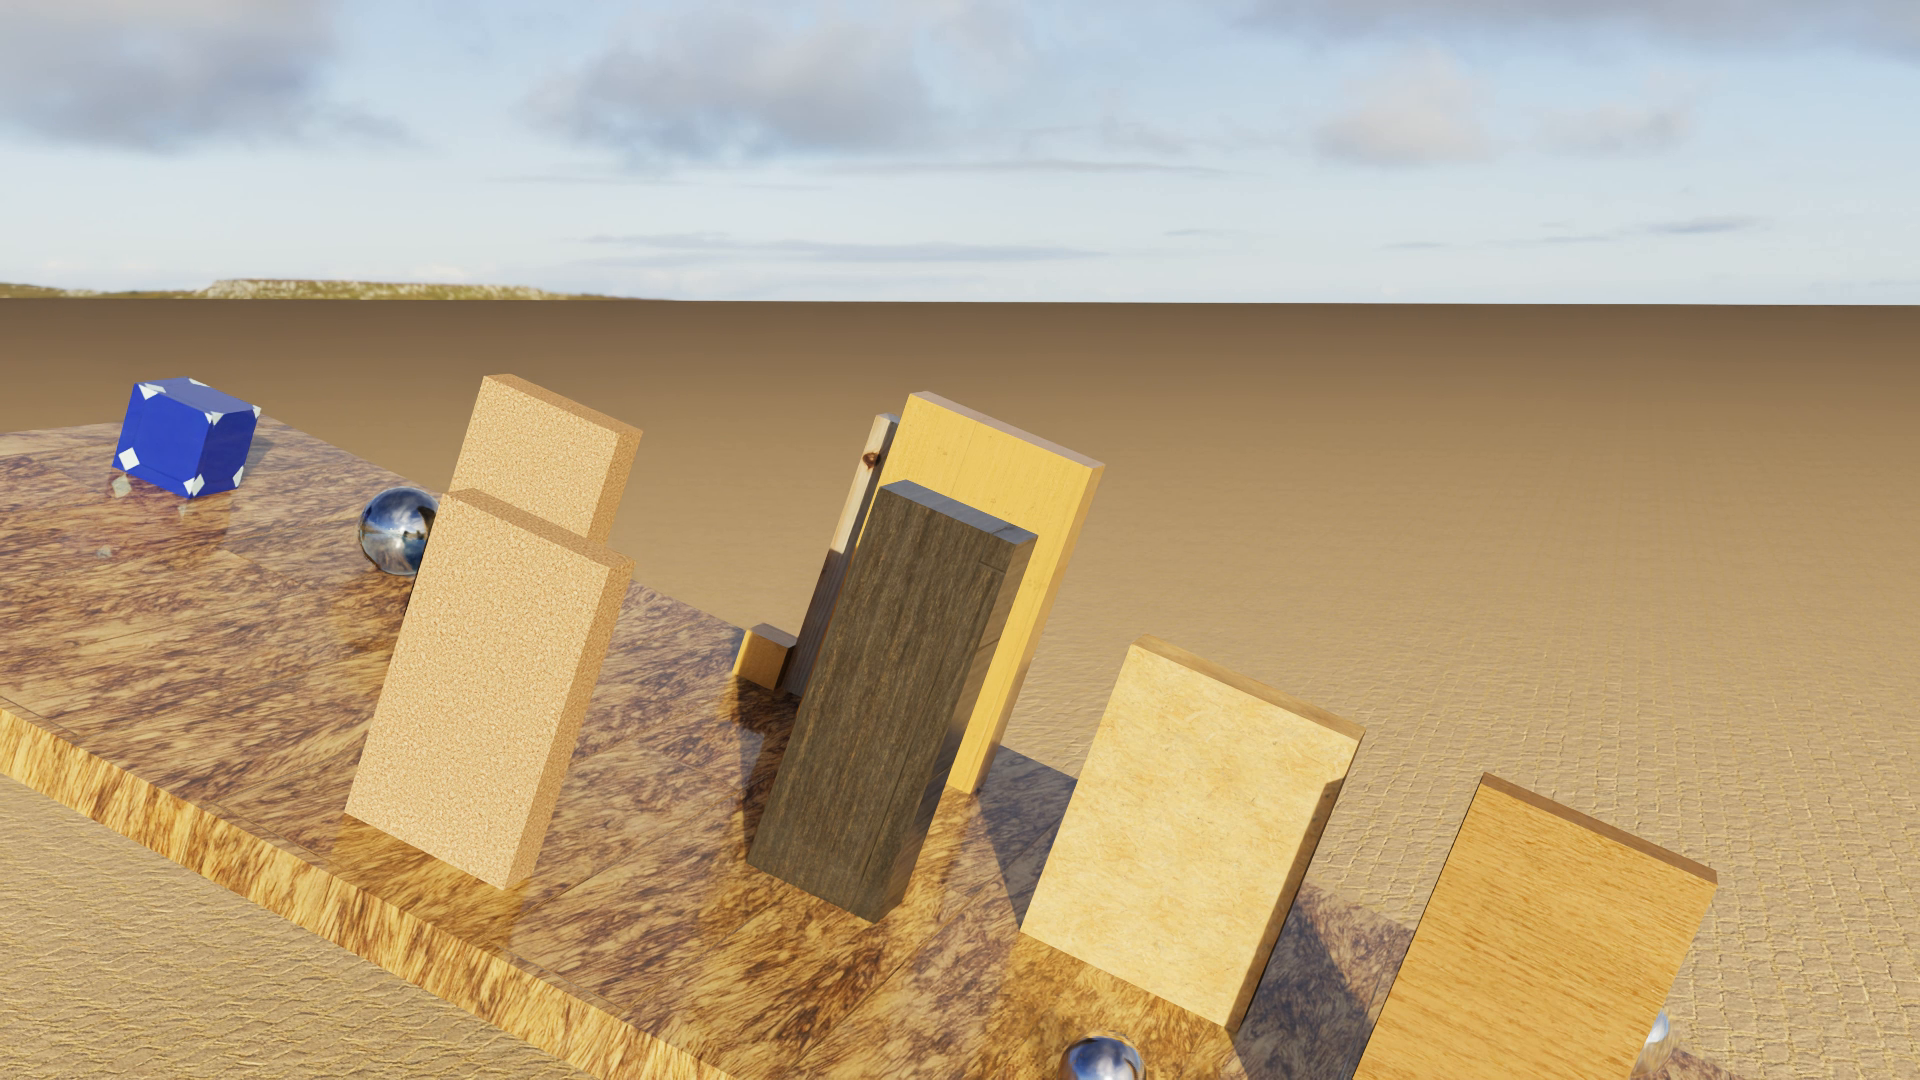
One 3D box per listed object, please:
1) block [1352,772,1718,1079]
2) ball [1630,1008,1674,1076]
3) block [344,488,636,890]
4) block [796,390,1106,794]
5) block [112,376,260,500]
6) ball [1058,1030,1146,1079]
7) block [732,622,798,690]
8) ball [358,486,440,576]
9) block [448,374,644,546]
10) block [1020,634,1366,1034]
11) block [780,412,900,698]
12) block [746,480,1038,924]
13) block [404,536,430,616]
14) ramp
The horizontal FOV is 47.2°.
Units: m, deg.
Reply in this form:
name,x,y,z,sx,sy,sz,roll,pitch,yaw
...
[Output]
name,x,y,z,sx,sy,sz,roll,pitch,yaw
block,0.837,0.761,3.379,0.366,0.721,0.086,23,13,13
ball,1.367,1.007,4.468,0.159,0.159,0.159,0,7,0
block,-0.753,0.236,3.510,0.304,0.560,0.096,23,13,13
block,-0.025,0.111,4.735,0.425,0.754,0.119,23,13,13
block,-1.705,-0.227,4.852,0.195,0.195,0.195,22,13,10
ball,0.222,0.839,3.438,0.140,0.140,0.140,0,7,0
block,-0.432,0.262,4.961,0.105,0.105,0.105,23,13,13
ball,-1.204,-0.019,4.757,0.191,0.191,0.191,0,7,0
block,-0.915,-0.060,4.676,0.331,0.495,0.113,23,13,13
block,0.423,0.532,4.022,0.437,0.587,0.123,23,13,13
block,-0.113,0.097,4.876,0.377,0.660,0.084,23,13,13
block,-0.123,0.285,3.894,0.262,0.730,0.146,23,13,13
block,-1.001,0.118,4.515,0.179,0.179,0.179,9,16,-41
ramp,-0.326,0.590,4.206,4.000,0.100,2.000,23,13,13
